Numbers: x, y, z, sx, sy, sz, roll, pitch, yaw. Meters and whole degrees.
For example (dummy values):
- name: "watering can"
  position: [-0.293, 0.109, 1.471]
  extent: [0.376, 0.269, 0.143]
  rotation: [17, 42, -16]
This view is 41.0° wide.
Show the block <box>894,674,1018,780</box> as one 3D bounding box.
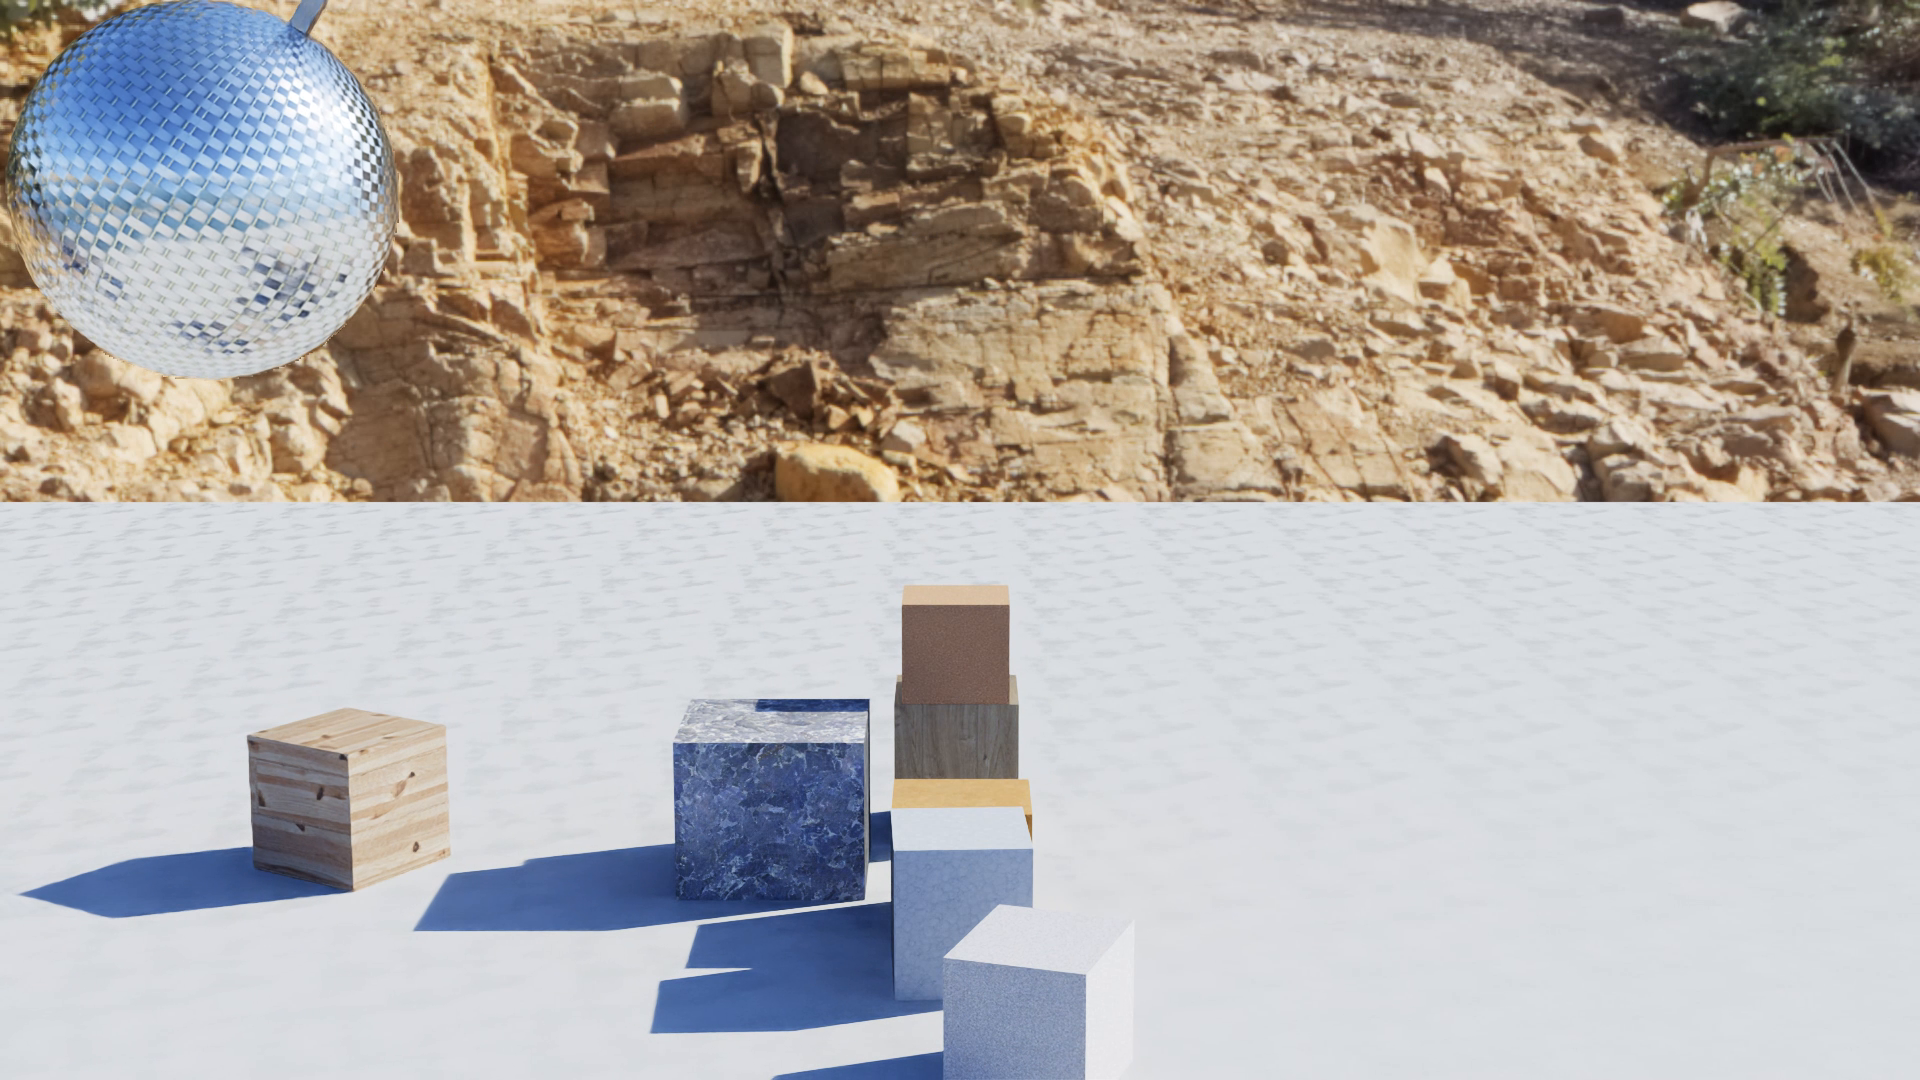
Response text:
- name: "block"
  position: [-0.016, 1.027, 12.044]
  extent: [0.570, 0.670, 0.590]
  rotation: [0, 10, 0]

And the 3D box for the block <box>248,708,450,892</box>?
- name: "block"
  position: [-2.735, 1.152, 11.504]
  extent: [0.622, 0.618, 0.599]
  rotation: [7, 12, 32]

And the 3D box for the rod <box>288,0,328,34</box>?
- name: "rod"
  position: [-1.390, -4.312, 10.396]
  extent: [0.080, 5.200, 0.080]
  rotation: [32, 9, -5]

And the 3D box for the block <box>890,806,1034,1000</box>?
- name: "block"
  position: [0.000, 1.420, 10.083]
  extent: [0.531, 0.598, 0.567]
  rotation: [-1, 10, -3]

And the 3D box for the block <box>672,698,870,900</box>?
- name: "block"
  position: [-0.816, 1.137, 11.360]
  extent: [0.813, 0.699, 0.779]
  rotation: [0, 10, 0]

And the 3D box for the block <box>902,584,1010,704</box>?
- name: "block"
  position: [-0.019, 0.481, 11.880]
  extent: [0.490, 0.464, 0.454]
  rotation: [0, 10, 0]

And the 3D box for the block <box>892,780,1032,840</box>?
- name: "block"
  position: [0.006, 1.333, 10.720]
  extent: [0.574, 0.542, 0.533]
  rotation: [0, 10, 0]

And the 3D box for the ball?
- name: "ball"
  position: [-3.207, -1.485, 10.910]
  extent: [1.600, 1.600, 1.600]
  rotation: [0, 10, 0]

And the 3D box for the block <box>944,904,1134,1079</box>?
- name: "block"
  position: [0.283, 1.651, 9.004]
  extent: [0.509, 0.531, 0.604]
  rotation: [4, 11, 19]
